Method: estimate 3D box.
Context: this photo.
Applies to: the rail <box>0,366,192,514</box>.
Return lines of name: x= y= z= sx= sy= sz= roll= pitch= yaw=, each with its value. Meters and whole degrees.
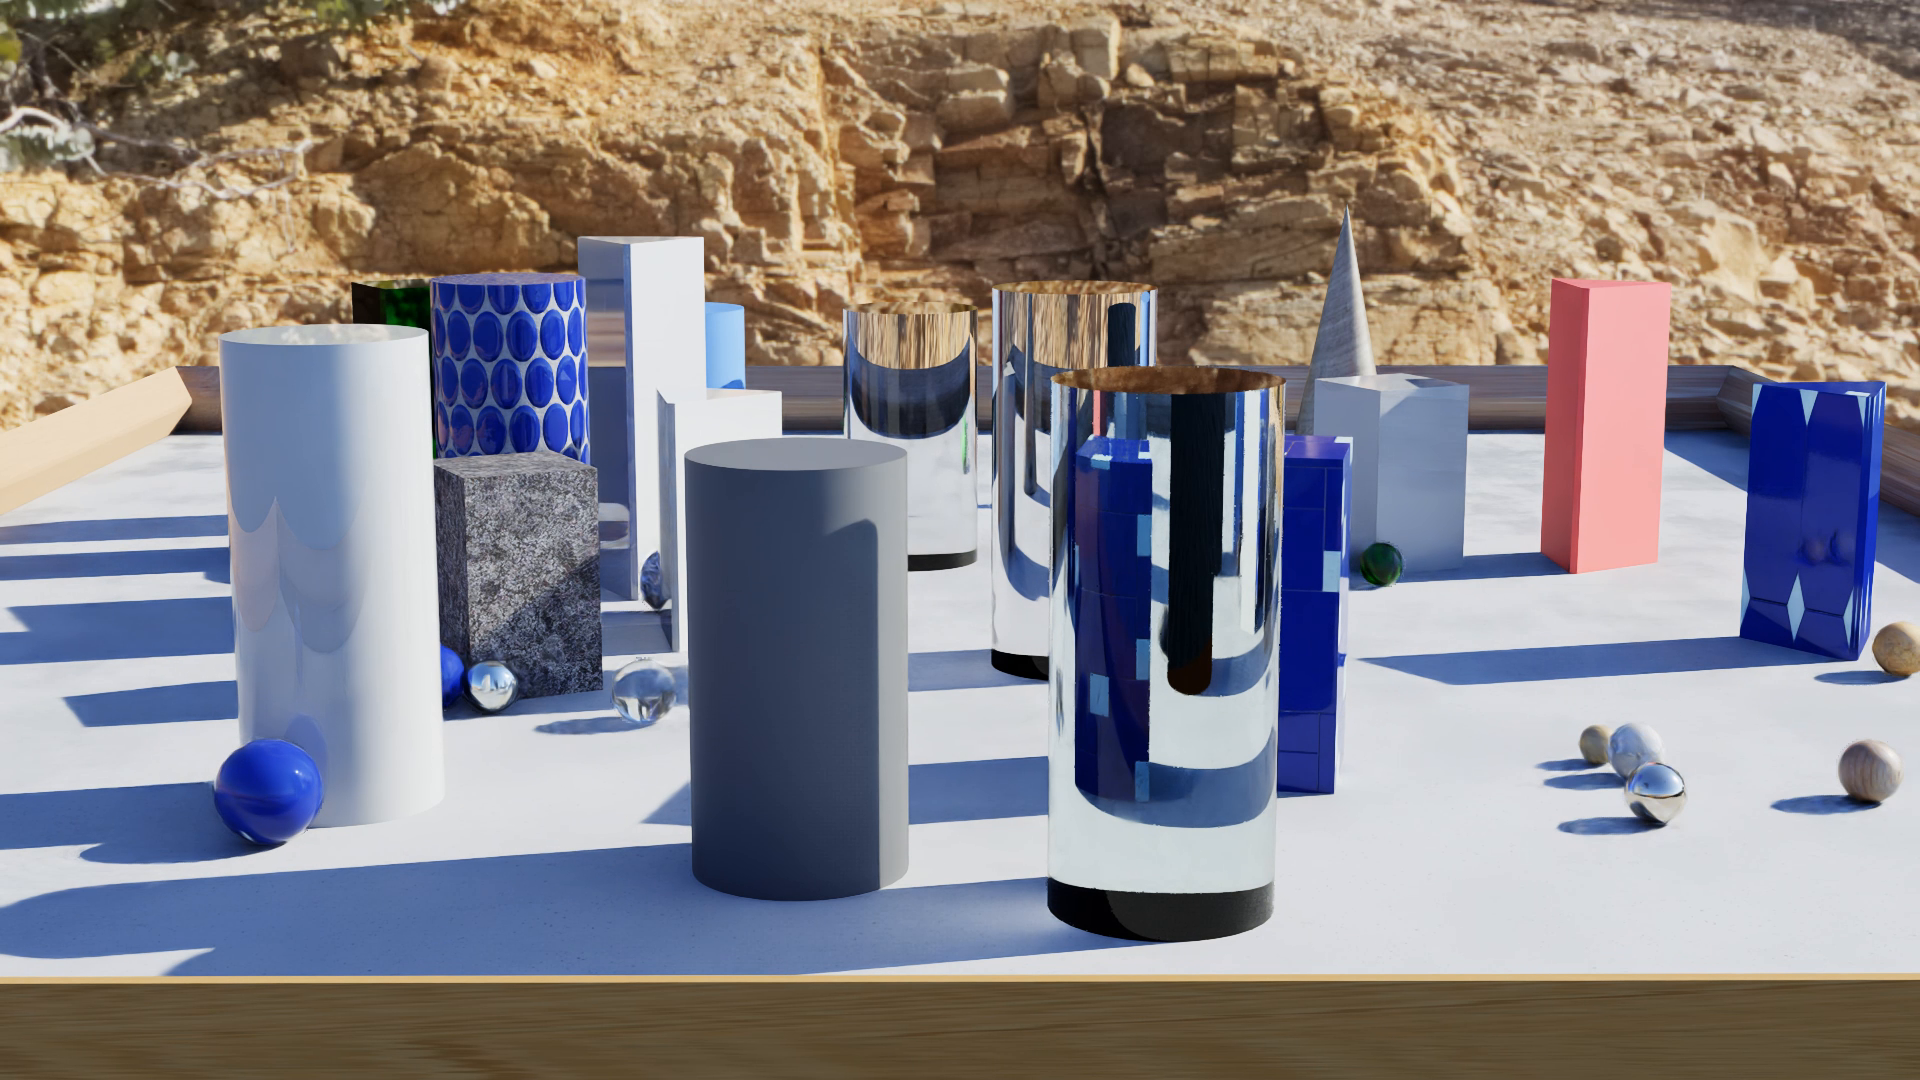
rail: x=-1.548 y=0.035 z=3.440 sx=0.045 sy=0.129 sz=3.528 roll=0 pitch=10 yaw=0

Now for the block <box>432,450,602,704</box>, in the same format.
block: x=-0.530 y=0.041 z=3.042 sx=0.159 sy=0.265 sz=0.159 roll=-6 pitch=12 yaw=-27

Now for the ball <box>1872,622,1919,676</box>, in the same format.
ball: x=1.137 y=0.131 z=3.099 sx=0.066 sy=0.066 sz=0.066 roll=0 pitch=10 yaw=0

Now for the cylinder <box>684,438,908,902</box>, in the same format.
cylinder: x=-0.147 y=0.112 z=2.328 sx=0.199 sy=0.385 sz=0.199 roll=0 pitch=10 yaw=0

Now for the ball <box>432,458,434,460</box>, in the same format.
ball: x=-0.925 y=-0.111 z=4.375 sx=0.078 sy=0.078 sz=0.078 roll=0 pitch=10 yaw=0

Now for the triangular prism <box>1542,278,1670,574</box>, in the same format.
triangular prism: x=0.923 y=-0.174 z=3.794 sx=0.173 sy=0.414 sz=0.149 roll=-7 pitch=12 yaw=-32

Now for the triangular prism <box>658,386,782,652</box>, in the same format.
triangular prism: x=-0.342 y=-0.034 z=3.309 sx=0.173 sy=0.315 sz=0.149 roll=-9 pitch=14 yaw=-41

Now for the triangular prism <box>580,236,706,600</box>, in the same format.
triangular prism: x=-0.469 y=-0.177 z=3.602 sx=0.149 sy=0.490 sz=0.173 roll=6 pitch=12 yaw=30

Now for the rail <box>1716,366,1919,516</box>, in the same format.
rail: x=1.548 y=0.032 z=3.457 sx=0.045 sy=0.129 sz=3.528 roll=0 pitch=10 yaw=0

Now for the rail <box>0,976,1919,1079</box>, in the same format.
rail: x=0.010 y=0.350 z=1.738 sx=3.144 sy=0.129 sz=0.045 roll=0 pitch=10 yaw=0

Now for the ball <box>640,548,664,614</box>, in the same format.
ball: x=-0.383 y=0.055 z=3.436 sx=0.094 sy=0.094 sz=0.094 roll=0 pitch=10 yaw=0

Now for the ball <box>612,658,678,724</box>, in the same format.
ball: x=-0.354 y=0.170 z=2.874 sx=0.073 sy=0.073 sz=0.073 roll=0 pitch=10 yaw=0

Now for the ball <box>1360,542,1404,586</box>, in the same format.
ball: x=0.597 y=0.035 z=3.634 sx=0.061 sy=0.061 sz=0.061 roll=0 pitch=10 yaw=0

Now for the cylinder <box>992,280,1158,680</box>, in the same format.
cylinder: x=0.138 y=-0.076 z=3.128 sx=0.199 sy=0.463 sz=0.199 roll=0 pitch=10 yaw=0

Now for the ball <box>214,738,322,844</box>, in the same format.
ball: x=-0.655 y=0.238 z=2.430 sx=0.100 sy=0.100 sz=0.100 roll=0 pitch=10 yaw=0

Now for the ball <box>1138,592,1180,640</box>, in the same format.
ball: x=0.259 y=0.098 z=3.288 sx=0.062 sy=0.062 sz=0.062 roll=0 pitch=10 yaw=0

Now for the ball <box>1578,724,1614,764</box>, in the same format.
ball: x=0.675 y=0.216 z=2.710 sx=0.042 sy=0.042 sz=0.042 roll=0 pitch=10 yaw=0

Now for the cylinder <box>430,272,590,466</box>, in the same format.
cylinder: x=-0.585 y=-0.115 z=3.360 sx=0.199 sy=0.455 sz=0.199 roll=0 pitch=10 yaw=0

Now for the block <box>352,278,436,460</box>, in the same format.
block: x=-0.876 y=-0.226 z=4.162 sx=0.159 sy=0.381 sz=0.159 roll=-6 pitch=12 yaw=-31

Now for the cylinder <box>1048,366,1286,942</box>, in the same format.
cylinder: x=0.176 y=0.092 z=2.215 sx=0.199 sy=0.464 sz=0.199 roll=0 pitch=10 yaw=0

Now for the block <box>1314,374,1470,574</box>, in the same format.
block: x=0.632 y=-0.099 z=3.783 sx=0.159 sy=0.270 sz=0.159 roll=-5 pitch=12 yaw=-27

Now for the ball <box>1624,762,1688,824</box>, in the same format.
ball: x=0.677 y=0.246 z=2.495 sx=0.059 sy=0.059 sz=0.059 roll=0 pitch=10 yaw=0

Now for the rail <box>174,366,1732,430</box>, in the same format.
rail: x=-0.010 y=-0.283 z=5.160 sx=3.144 sy=0.129 sz=0.045 roll=0 pitch=10 yaw=0

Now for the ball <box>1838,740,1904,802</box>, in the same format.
ball: x=0.911 y=0.231 z=2.568 sx=0.063 sy=0.063 sz=0.063 roll=0 pitch=10 yaw=0

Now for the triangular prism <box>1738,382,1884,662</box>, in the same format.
triangular prism: x=1.118 y=-0.032 z=3.260 sx=0.149 sy=0.329 sz=0.173 roll=-7 pitch=13 yaw=-35

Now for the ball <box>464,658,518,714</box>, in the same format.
ball: x=-0.534 y=0.166 z=2.921 sx=0.062 sy=0.062 sz=0.062 roll=0 pitch=10 yaw=0

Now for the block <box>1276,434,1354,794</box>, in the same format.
block: x=0.317 y=0.072 z=2.659 sx=0.159 sy=0.343 sz=0.159 roll=2 pitch=11 yaw=12

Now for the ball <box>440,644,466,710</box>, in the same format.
ball: x=-0.604 y=0.157 z=2.925 sx=0.079 sy=0.079 sz=0.079 roll=0 pitch=10 yaw=0

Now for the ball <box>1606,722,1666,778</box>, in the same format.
ball: x=0.698 y=0.218 z=2.649 sx=0.059 sy=0.059 sz=0.059 roll=0 pitch=10 yaw=0

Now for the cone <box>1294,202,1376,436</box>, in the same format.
cone: x=0.657 y=-0.328 z=4.398 sx=0.199 sy=0.497 sz=0.199 roll=0 pitch=10 yaw=0

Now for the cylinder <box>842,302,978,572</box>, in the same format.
cylinder: x=-0.073 y=-0.157 z=3.805 sx=0.199 sy=0.376 sz=0.199 roll=0 pitch=10 yaw=0

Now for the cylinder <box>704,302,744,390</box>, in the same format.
cylinder: x=-0.421 y=-0.162 z=3.847 sx=0.199 sy=0.371 sz=0.199 roll=0 pitch=10 yaw=0

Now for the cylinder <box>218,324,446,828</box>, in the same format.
cylinder: x=-0.619 y=0.030 z=2.540 sx=0.199 sy=0.469 sz=0.199 roll=0 pitch=10 yaw=0
